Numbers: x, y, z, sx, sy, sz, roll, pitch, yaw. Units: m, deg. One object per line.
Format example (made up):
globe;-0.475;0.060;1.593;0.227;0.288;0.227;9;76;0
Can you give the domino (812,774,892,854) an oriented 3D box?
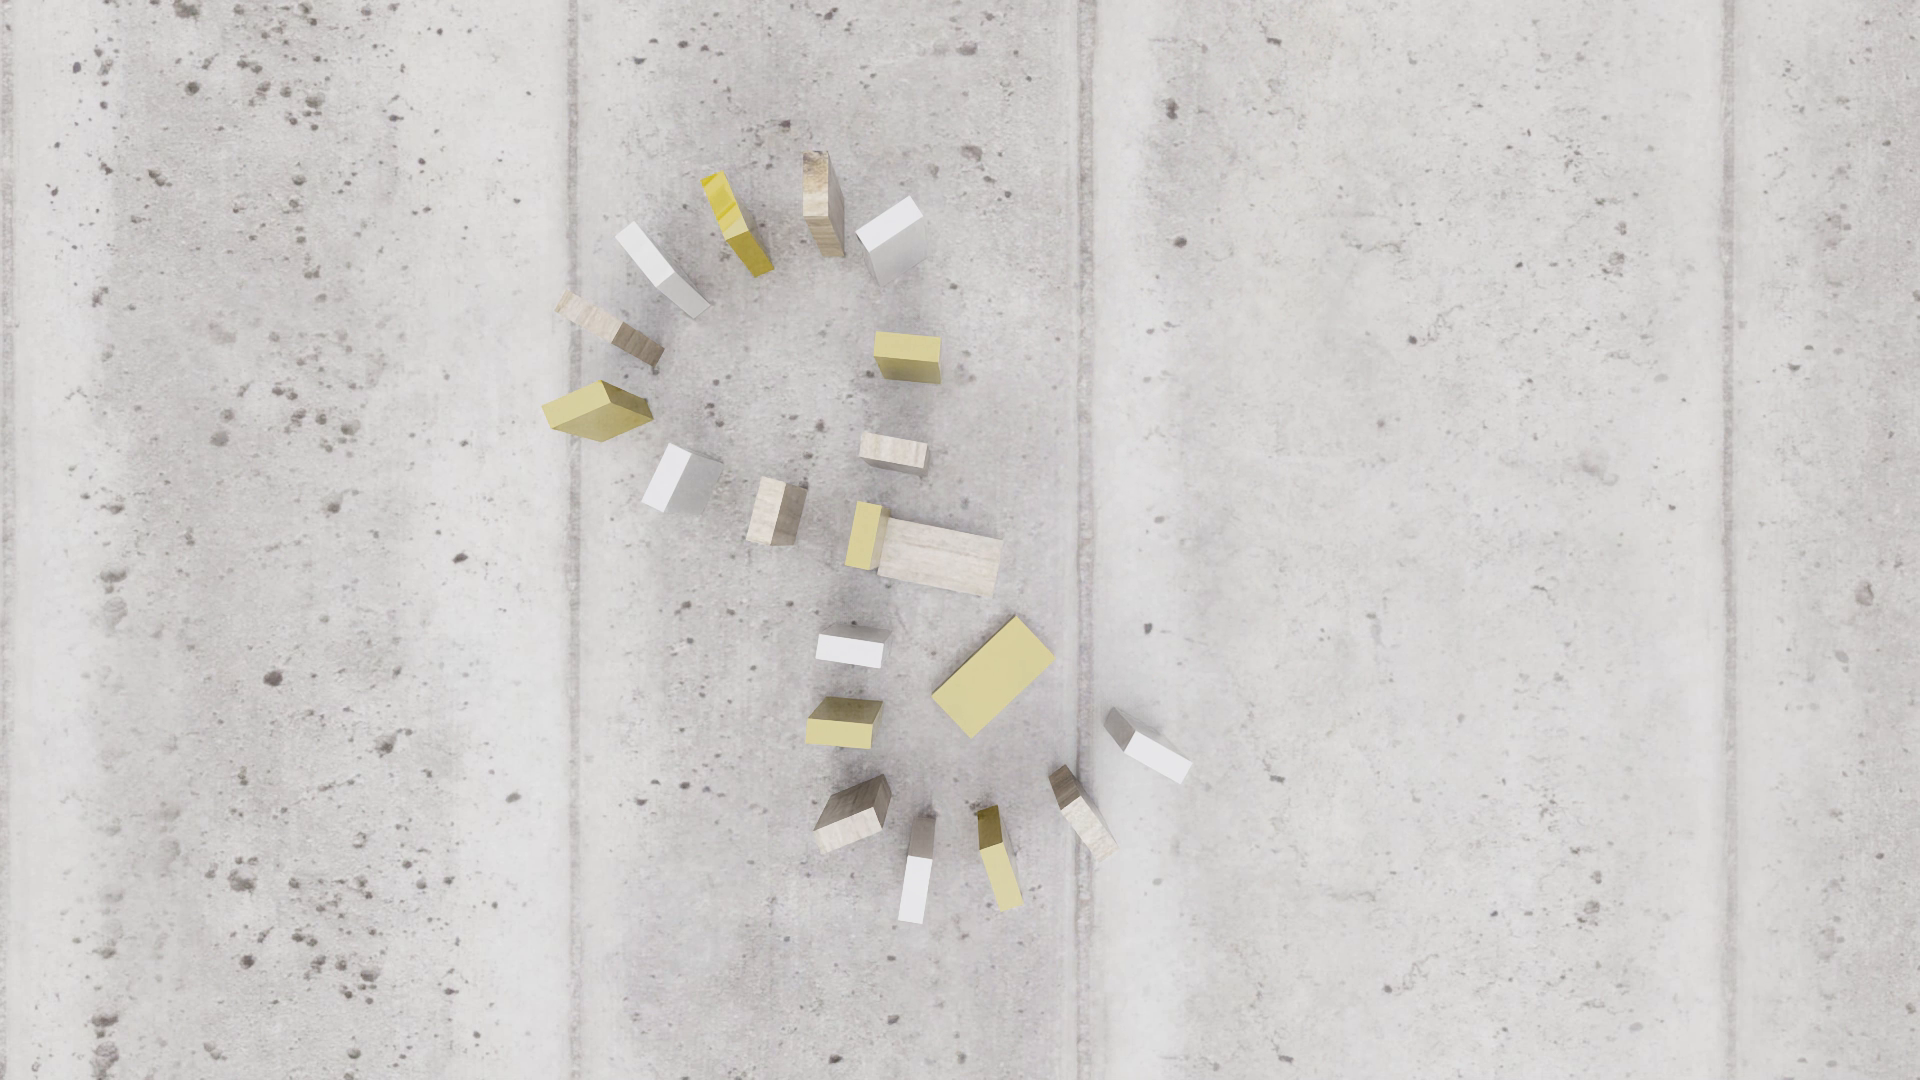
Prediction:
domino;-0.043;0.111;0.375;0.025;0.050;0.009;-22;90;0

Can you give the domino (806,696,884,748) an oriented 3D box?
domino;-0.046;0.074;0.375;0.025;0.050;0.010;5;90;0

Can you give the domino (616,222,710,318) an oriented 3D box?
domino;-0.120;-0.109;0.375;0.009;0.050;0.025;-39;90;0

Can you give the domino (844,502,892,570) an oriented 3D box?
domino;-0.037;-0.002;0.375;0.010;0.050;0.025;11;90;0

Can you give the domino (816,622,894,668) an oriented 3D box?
domino;-0.042;0.042;0.375;0.025;0.050;0.010;8;90;0

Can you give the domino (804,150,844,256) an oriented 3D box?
domino;-0.055;-0.136;0.375;0.009;0.050;0.025;0;90;0

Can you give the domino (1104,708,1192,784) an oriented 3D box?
domino;0.076;0.083;0.375;0.025;0.050;0.009;29;90;0

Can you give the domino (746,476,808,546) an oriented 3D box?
domino;-0.074;-0.011;0.375;0.010;0.050;0.025;14;90;0

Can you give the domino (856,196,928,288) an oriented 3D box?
domino;-0.027;-0.121;0.375;0.025;0.050;0.009;-34;90;0

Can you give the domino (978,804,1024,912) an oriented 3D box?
domino;0.016;0.129;0.375;0.009;0.050;0.025;-19;90;0

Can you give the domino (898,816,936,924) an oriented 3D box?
domino;-0.017;0.134;0.375;0.010;0.050;0.025;9;90;0

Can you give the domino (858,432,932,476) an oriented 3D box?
domino;-0.026;-0.034;0.375;0.025;0.050;0.010;10;90;0

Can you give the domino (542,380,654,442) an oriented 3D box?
domino;-0.147;-0.052;0.375;0.025;0.050;0.010;-24;90;0

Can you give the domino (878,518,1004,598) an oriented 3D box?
domino;-0.008;0.008;0.395;0.050;0.009;0.025;11;90;0

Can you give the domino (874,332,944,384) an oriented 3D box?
domino;-0.020;-0.074;0.375;0.025;0.050;0.009;5;90;0

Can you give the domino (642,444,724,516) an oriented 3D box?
domino;-0.112;-0.024;0.375;0.010;0.050;0.025;26;90;0

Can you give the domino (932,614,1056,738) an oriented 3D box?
domino;0.014;0.059;0.395;0.050;0.010;0.025;-43;90;0

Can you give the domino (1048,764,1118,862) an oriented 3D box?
domino;0.050;0.111;0.375;0.010;0.050;0.025;-37;90;0

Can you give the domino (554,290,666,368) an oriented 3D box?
domino;-0.142;-0.085;0.375;0.025;0.050;0.009;29;90;0

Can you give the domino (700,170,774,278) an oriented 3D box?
domino;-0.090;-0.128;0.375;0.009;0.050;0.025;-23;90;0
